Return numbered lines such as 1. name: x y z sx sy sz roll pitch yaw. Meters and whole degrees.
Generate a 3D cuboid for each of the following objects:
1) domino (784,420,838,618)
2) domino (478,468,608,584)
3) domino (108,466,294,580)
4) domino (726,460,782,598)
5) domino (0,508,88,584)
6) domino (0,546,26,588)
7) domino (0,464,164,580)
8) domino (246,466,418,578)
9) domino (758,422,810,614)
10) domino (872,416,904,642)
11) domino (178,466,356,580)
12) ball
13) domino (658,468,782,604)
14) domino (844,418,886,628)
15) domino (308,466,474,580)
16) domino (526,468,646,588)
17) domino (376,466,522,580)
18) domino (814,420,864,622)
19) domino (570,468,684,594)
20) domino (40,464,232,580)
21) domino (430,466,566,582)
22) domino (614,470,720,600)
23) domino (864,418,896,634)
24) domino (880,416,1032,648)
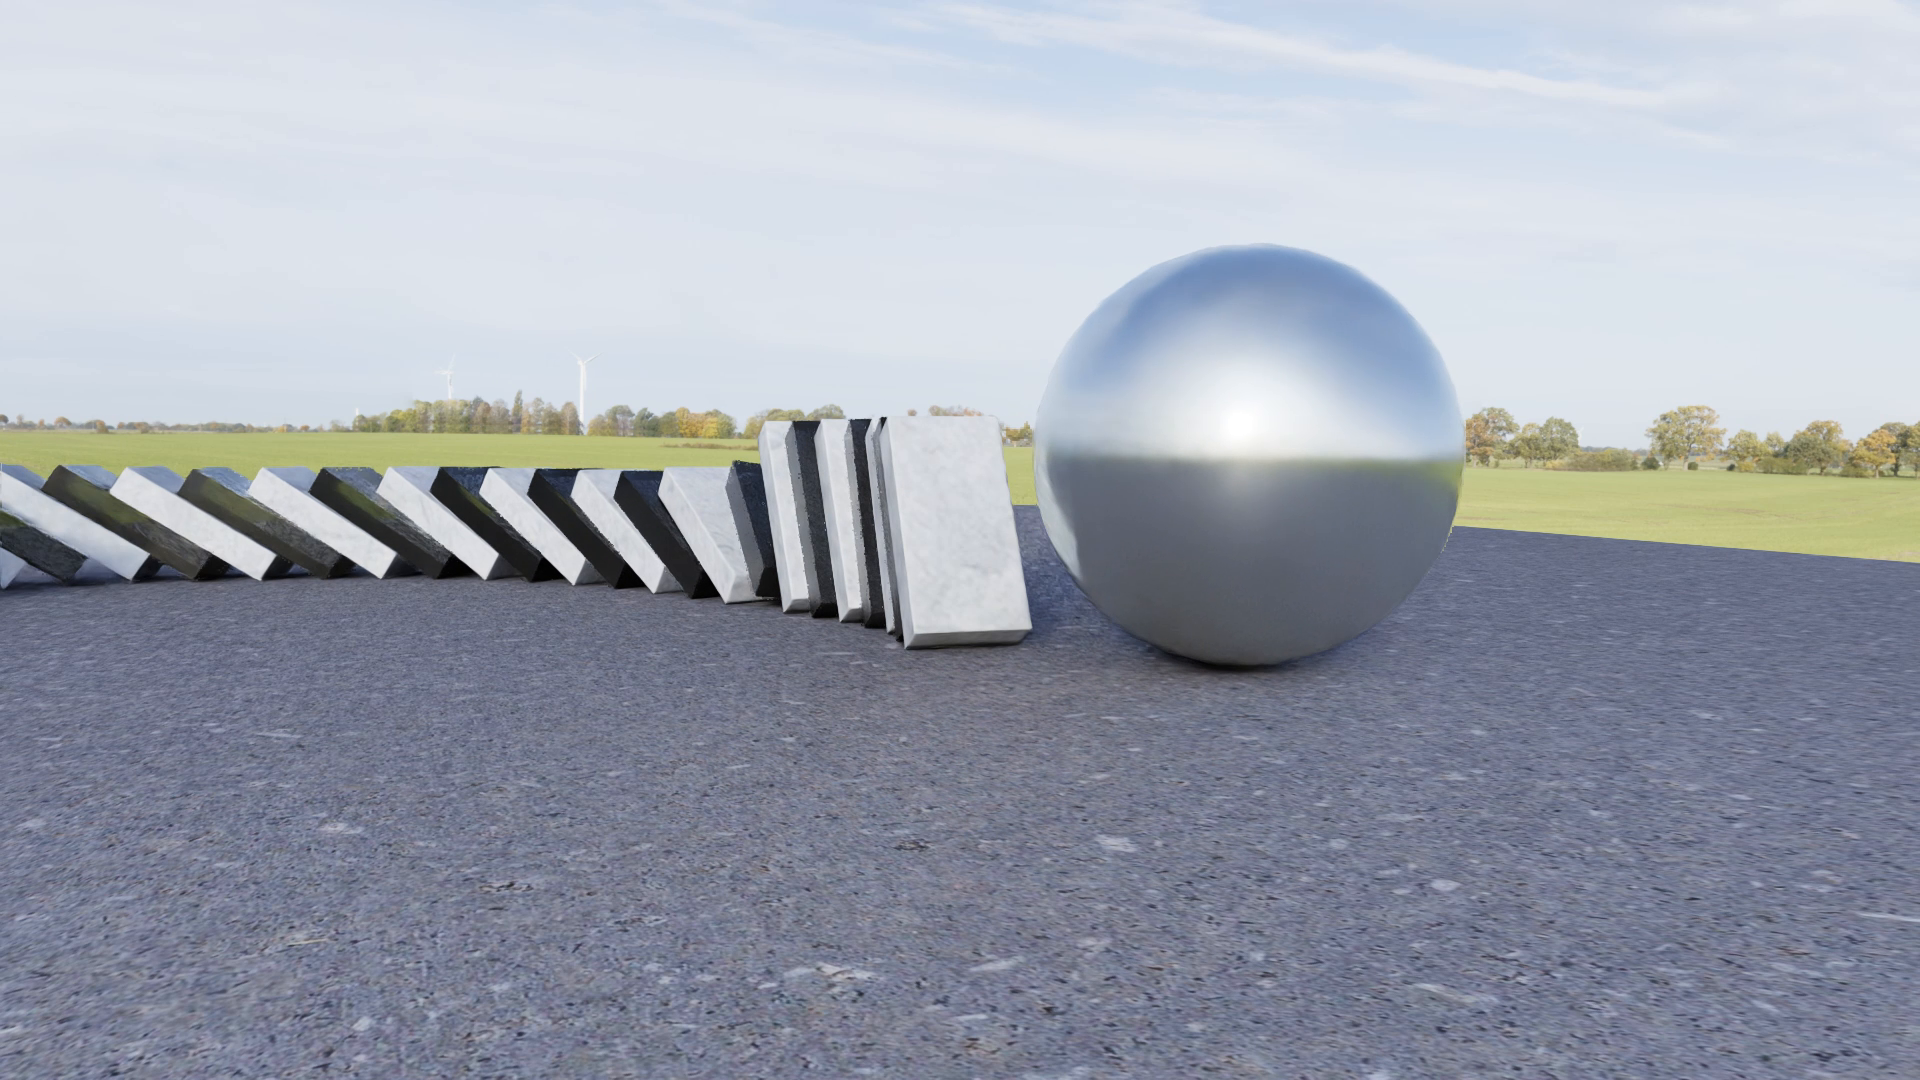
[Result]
1. domino: -0.028 -0.006 0.325 0.025 0.050 0.010 -2 -24 -23
2. domino: -0.125 -0.005 0.404 0.050 0.009 0.025 38 21 24
3. domino: -0.238 -0.006 0.406 0.050 0.009 0.025 33 -1 -10
4. domino: -0.047 -0.003 0.352 0.025 0.010 0.050 6 34 -25
5. domino: -0.288 -0.005 0.383 0.050 0.010 0.025 39 -19 -29
6. domino: -0.297 -0.004 0.364 0.025 0.009 0.050 2 -34 36
7. domino: -0.274 -0.006 0.397 0.050 0.010 0.025 34 -8 -16
8. domino: -0.200 -0.006 0.416 0.050 0.010 0.025 33 4 -1
9. domino: -0.036 -0.007 0.333 0.025 0.050 0.010 -2 -24 -24
10. domino: -0.004 -0.003 0.286 0.025 0.050 0.009 -1 -24 -16
11. domino: -0.219 -0.006 0.411 0.050 0.009 0.025 32 -1 -9
12. ball: 0.054 -0.016 0.246 0.080 0.080 0.080 0 4 0
13. domino: -0.063 -0.002 0.360 0.025 0.010 0.050 -2 38 -38
14. domino: -0.012 -0.005 0.306 0.025 0.050 0.009 -1 -24 -16
15. domino: -0.181 -0.006 0.416 0.050 0.010 0.025 33 7 3
16. domino: -0.108 -0.004 0.395 0.050 0.009 0.025 40 25 28
17. domino: -0.161 -0.006 0.417 0.050 0.009 0.025 35 14 14
18. domino: -0.020 -0.005 0.316 0.025 0.050 0.010 -2 -24 -21
19. domino: -0.092 -0.004 0.384 0.025 0.010 0.050 -5 39 -48
20. domino: -0.256 -0.006 0.403 0.050 0.009 0.025 33 -4 -10
21. domino: -0.143 -0.006 0.411 0.050 0.010 0.025 37 17 19
22. domino: -0.077 -0.003 0.372 0.025 0.010 0.050 -4 38 -43
23. domino: -0.006 -0.004 0.296 0.025 0.050 0.010 -1 -24 -16
24. domino: -0.002 -0.002 0.275 0.025 0.050 0.010 -1 -24 -16
